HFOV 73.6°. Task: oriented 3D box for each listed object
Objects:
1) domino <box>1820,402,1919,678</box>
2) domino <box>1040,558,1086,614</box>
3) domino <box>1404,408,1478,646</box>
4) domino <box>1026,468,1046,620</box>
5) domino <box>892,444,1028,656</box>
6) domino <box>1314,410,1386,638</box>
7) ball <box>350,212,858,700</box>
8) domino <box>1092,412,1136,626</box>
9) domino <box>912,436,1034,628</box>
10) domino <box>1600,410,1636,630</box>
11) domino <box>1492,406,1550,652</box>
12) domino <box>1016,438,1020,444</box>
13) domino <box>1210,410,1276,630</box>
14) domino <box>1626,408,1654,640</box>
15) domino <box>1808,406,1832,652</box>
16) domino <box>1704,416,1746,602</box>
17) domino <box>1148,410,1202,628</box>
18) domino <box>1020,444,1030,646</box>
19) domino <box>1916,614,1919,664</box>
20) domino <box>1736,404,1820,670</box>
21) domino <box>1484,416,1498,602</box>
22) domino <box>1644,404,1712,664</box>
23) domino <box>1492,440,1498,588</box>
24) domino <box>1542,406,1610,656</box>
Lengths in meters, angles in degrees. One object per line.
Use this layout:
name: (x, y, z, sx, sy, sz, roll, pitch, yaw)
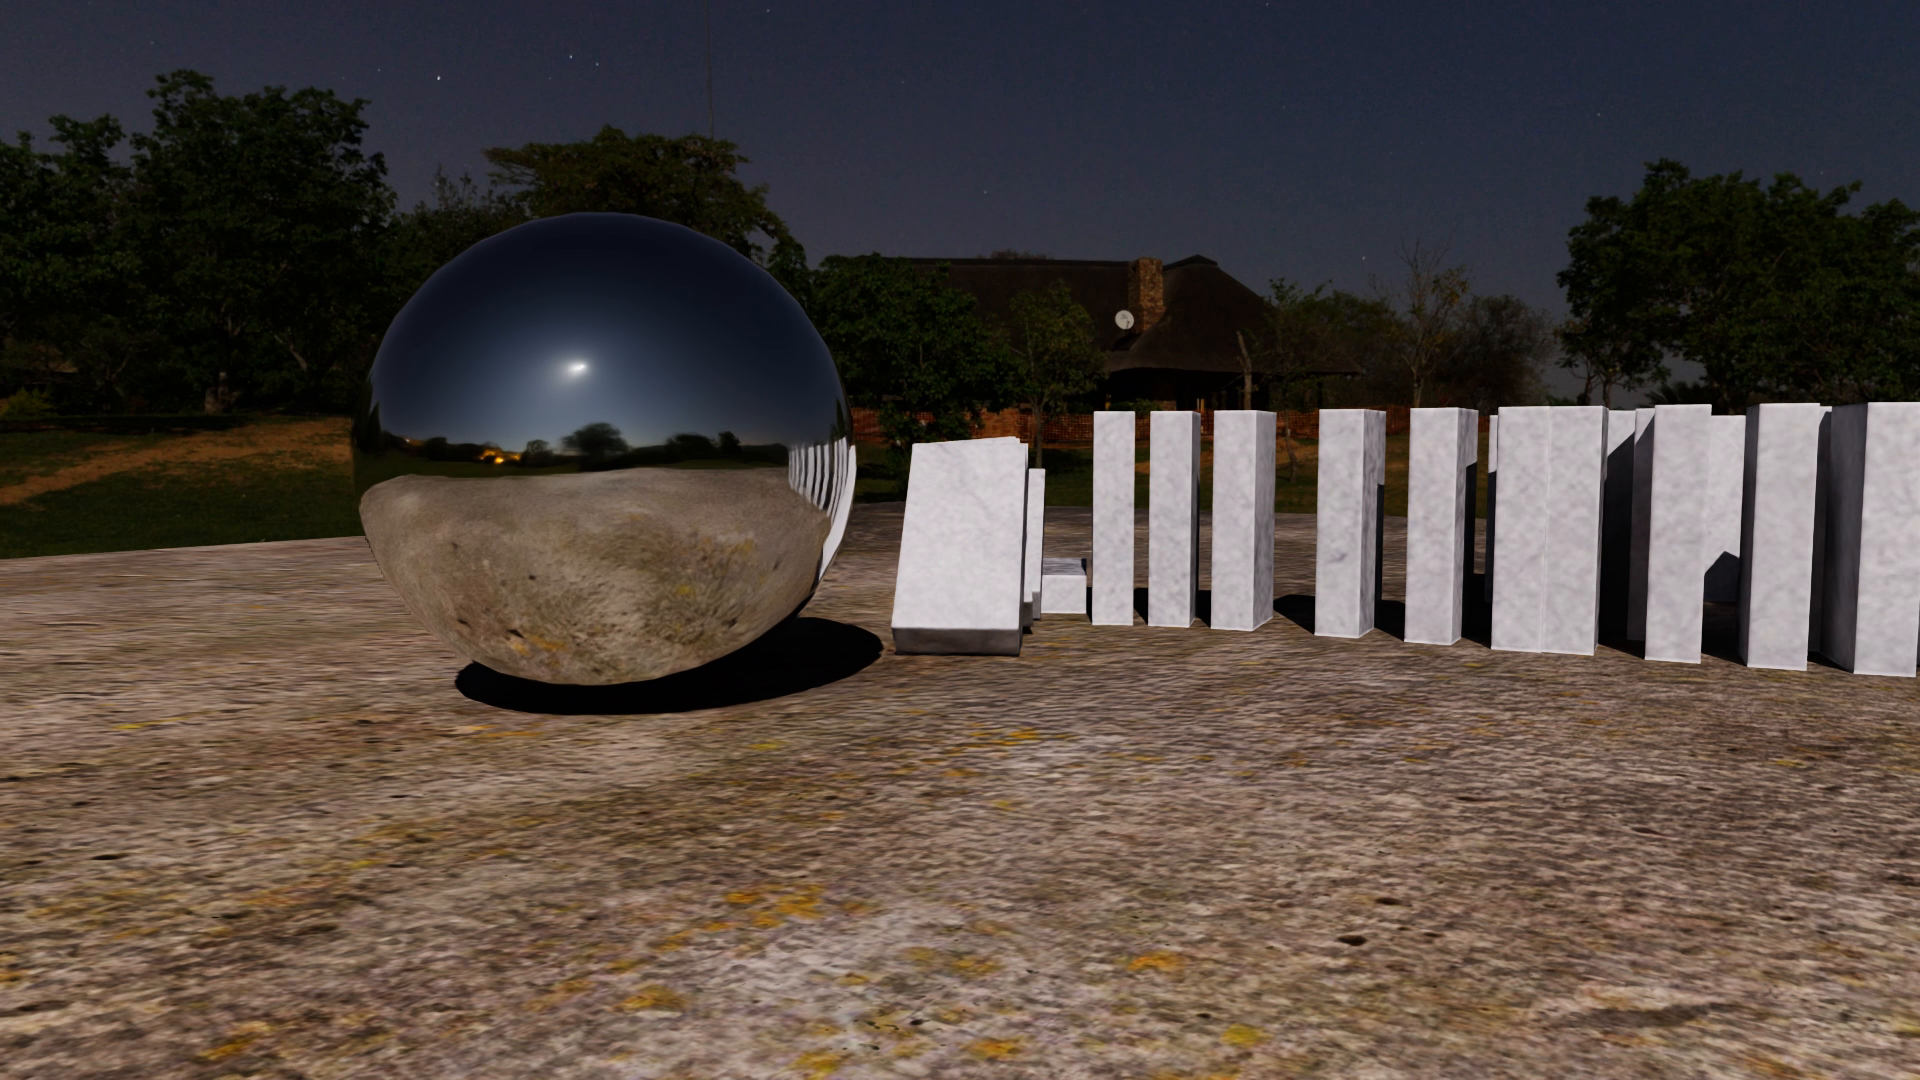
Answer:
domino: (0.175, -0.001, 0.246, 0.010, 0.050, 0.025, 2, 5, 21)
domino: (0.022, 0.012, 0.348, 0.025, 0.009, 0.050, 0, 4, 6)
domino: (0.106, -0.004, 0.283, 0.010, 0.050, 0.025, 3, 5, 31)
domino: (0.009, 0.000, 0.327, 0.025, 0.009, 0.050, 0, 38, 5)
domino: (0.001, 0.001, 0.271, 0.025, 0.050, 0.009, 0, -40, 5)
domino: (0.089, -0.004, 0.293, 0.009, 0.050, 0.025, 2, 5, 29)
ball: (-0.057, -0.014, 0.214, 0.080, 0.080, 0.080, 0, 4, 0)
domino: (0.037, -0.006, 0.312, 0.009, 0.050, 0.025, 0, 4, 5)
domino: (0.002, -0.002, 0.298, 0.025, 0.050, 0.009, -4, -40, 1)
domino: (0.148, -0.005, 0.298, 0.025, 0.050, 0.009, -1, 4, -14)
domino: (0.121, -0.003, 0.273, 0.009, 0.050, 0.025, 2, 5, 29)
domino: (0.003, -0.003, 0.311, 0.025, 0.050, 0.010, -3, -40, 2)
domino: (0.067, -0.005, 0.303, 0.009, 0.050, 0.025, 2, 5, 24)
domino: (0.157, -0.004, 0.284, 0.009, 0.050, 0.025, 4, 6, 40)
domino: (0.179, -0.003, 0.273, 0.009, 0.050, 0.025, 1, 4, 13)
domino: (0.207, -0.009, 0.358, 0.009, 0.050, 0.025, 1, 4, 8)
domino: (0.052, -0.006, 0.309, 0.010, 0.050, 0.025, 1, 4, 15)
domino: (0.002, 0.000, 0.284, 0.025, 0.050, 0.009, 0, -40, 5)
domino: (0.189, -0.001, 0.242, 0.009, 0.050, 0.025, 1, 4, 10)
domino: (0.160, -0.001, 0.252, 0.010, 0.050, 0.025, 2, 5, 26)
domino: (0.154, -0.008, 0.340, 0.025, 0.050, 0.010, 3, 5, 31)
domino: (0.146, -0.002, 0.260, 0.010, 0.050, 0.025, 2, 5, 29)
domino: (0.147, -0.006, 0.318, 0.025, 0.050, 0.010, 1, 4, 7)
domino: (0.130, -0.003, 0.270, 0.009, 0.050, 0.025, 2, 5, 29)
